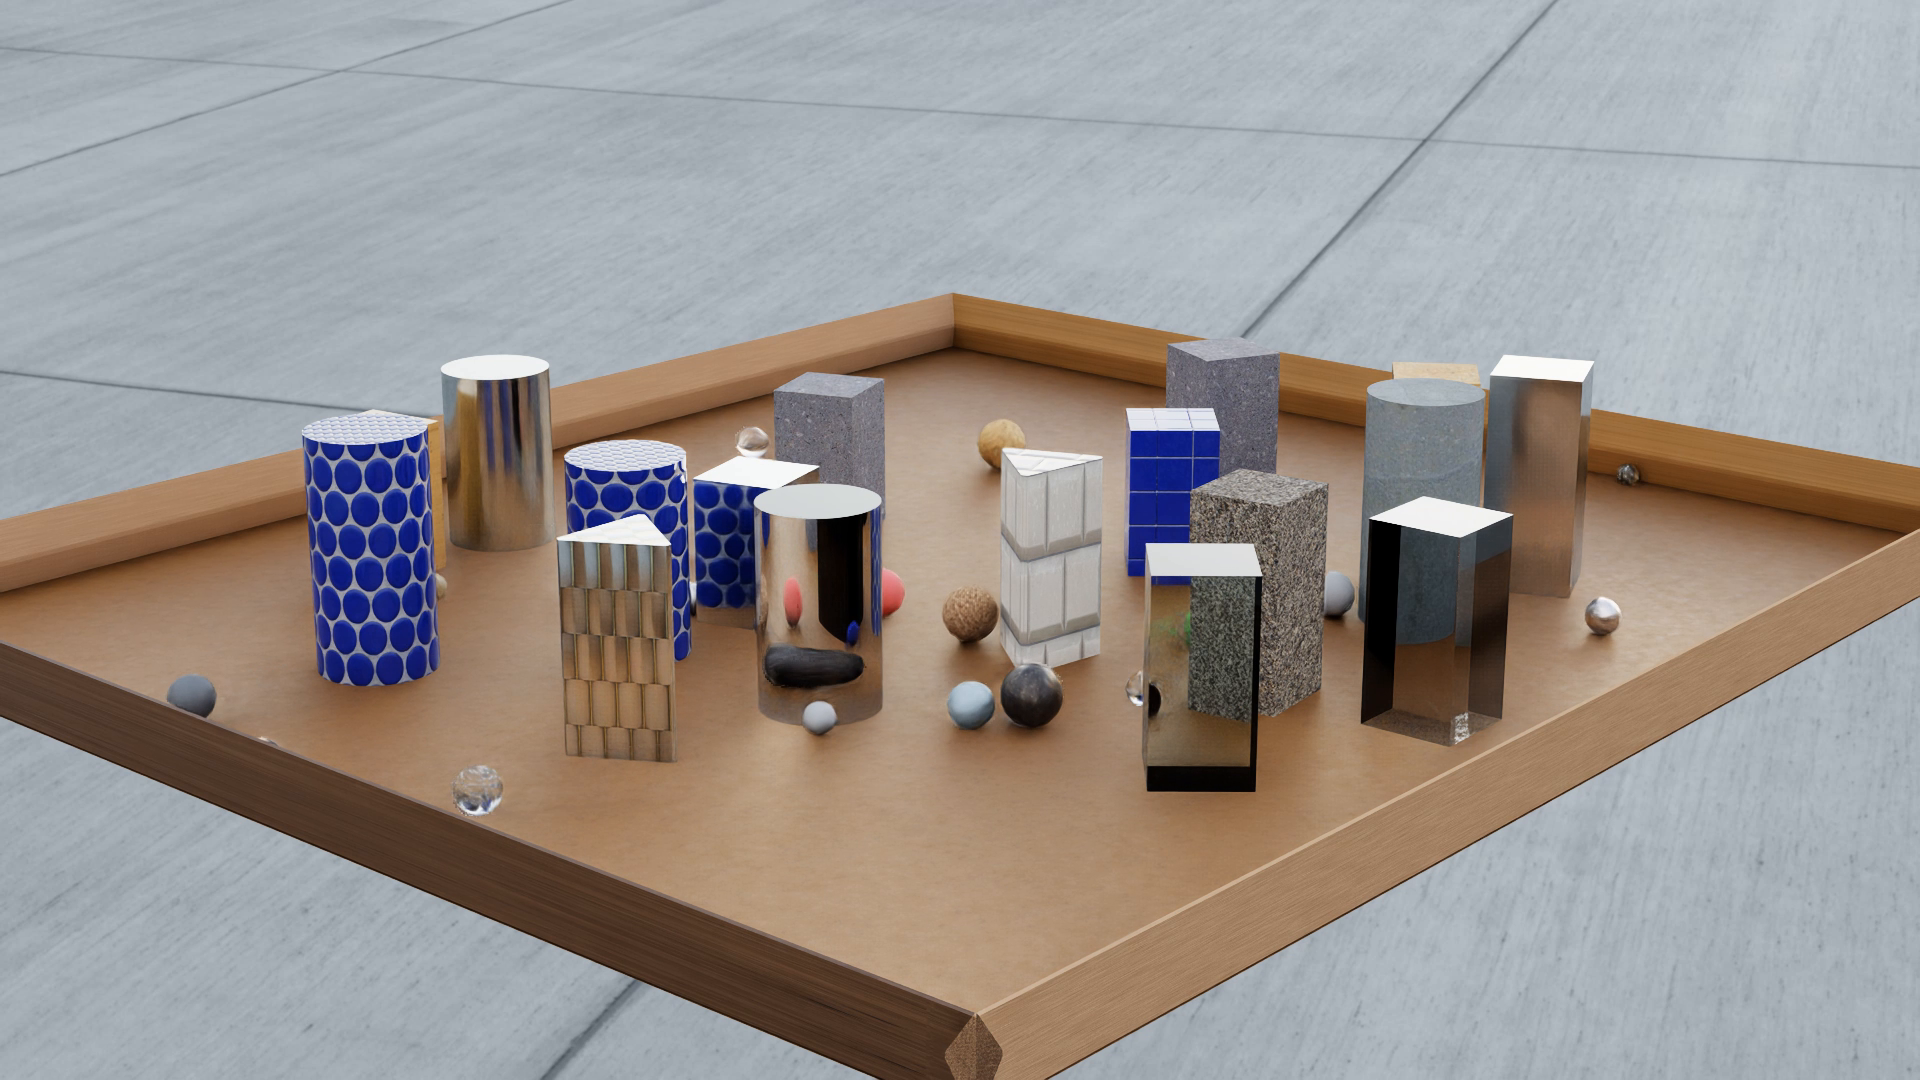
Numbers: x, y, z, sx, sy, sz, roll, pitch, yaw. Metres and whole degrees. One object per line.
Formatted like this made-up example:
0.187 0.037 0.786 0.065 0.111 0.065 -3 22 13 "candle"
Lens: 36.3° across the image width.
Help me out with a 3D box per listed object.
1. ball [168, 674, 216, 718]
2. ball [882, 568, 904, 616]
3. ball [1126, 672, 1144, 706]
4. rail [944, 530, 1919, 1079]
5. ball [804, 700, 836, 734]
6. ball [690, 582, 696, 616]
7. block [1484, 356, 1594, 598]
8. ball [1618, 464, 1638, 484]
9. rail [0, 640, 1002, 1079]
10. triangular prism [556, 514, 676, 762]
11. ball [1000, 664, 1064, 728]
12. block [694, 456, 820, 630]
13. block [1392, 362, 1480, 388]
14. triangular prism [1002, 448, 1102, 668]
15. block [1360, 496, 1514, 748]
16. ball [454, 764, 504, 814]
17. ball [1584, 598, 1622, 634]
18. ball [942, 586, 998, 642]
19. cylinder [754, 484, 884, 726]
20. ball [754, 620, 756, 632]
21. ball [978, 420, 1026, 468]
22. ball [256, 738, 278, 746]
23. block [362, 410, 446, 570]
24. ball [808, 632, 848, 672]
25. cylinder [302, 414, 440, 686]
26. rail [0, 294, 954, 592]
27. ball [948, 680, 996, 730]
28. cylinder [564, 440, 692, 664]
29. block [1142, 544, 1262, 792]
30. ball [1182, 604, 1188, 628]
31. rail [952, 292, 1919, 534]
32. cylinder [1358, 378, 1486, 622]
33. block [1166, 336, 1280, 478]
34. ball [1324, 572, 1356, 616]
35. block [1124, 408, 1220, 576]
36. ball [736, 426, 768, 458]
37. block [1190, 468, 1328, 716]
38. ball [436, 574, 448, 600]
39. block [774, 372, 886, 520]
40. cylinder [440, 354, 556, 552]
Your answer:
-1.183 0.243 4.518 0.073 0.073 0.073 0 17 0 "ball"
-0.136 0.089 5.010 0.084 0.084 0.084 0 17 0 "ball"
0.285 0.232 4.588 0.053 0.053 0.053 0 17 0 "ball"
0.947 0.269 4.332 0.045 0.128 2.890 14 22 39 "rail"
-0.214 0.270 4.466 0.051 0.051 0.051 0 17 0 "ball"
-0.461 0.101 5.018 0.057 0.057 0.057 0 17 0 "ball"
1.012 -0.113 5.151 0.157 0.389 0.157 6 18 18 "block"
1.324 -0.130 5.810 0.041 0.041 0.041 0 17 0 "ball"
-0.932 0.342 4.092 2.557 0.128 0.045 14 22 39 "rail"
-0.493 0.144 4.390 0.170 0.337 0.147 3 17 10 "triangular prism"
0.110 0.238 4.492 0.097 0.097 0.097 0 17 0 "ball"
-0.344 0.007 4.990 0.157 0.253 0.157 8 18 24 "block"
0.888 -0.172 5.514 0.157 0.293 0.157 2 17 7 "block"
0.118 0.026 4.786 0.170 0.334 0.147 -14 22 -39 "triangular prism"
0.727 0.122 4.474 0.157 0.330 0.157 13 21 38 "block"
-0.682 0.354 4.154 0.071 0.071 0.071 0 17 0 "ball"
1.079 0.128 4.922 0.061 0.061 0.061 0 17 0 "ball"
0.017 0.123 4.881 0.094 0.094 0.094 0 17 0 "ball"
-0.218 0.099 4.546 0.196 0.332 0.196 0 17 0 "cylinder"
-0.324 0.144 4.898 0.043 0.043 0.043 0 17 0 "ball"
0.085 -0.194 5.923 0.098 0.098 0.098 0 17 0 "ball"
-1.018 0.323 4.254 0.073 0.073 0.073 0 17 0 "ball"
-1.036 -0.075 5.233 0.157 0.270 0.157 10 20 31 "block"
-0.212 0.182 4.735 0.065 0.065 0.065 0 17 0 "ball"
-0.945 0.014 4.714 0.196 0.398 0.196 0 17 0 "cylinder"
-0.947 -0.205 5.908 0.045 0.128 2.890 14 22 39 "rail"
0.017 0.252 4.486 0.074 0.074 0.074 0 17 0 "ball"
-0.542 0.023 4.795 0.196 0.334 0.196 0 17 0 "cylinder"
0.350 0.185 4.270 0.157 0.328 0.157 0 17 1 "block"
0.404 0.126 4.927 0.061 0.061 0.061 0 17 0 "ball"
0.932 -0.278 6.148 2.557 0.128 0.045 14 22 39 "rail"
0.779 -0.059 4.959 0.196 0.396 0.196 0 17 0 "cylinder"
0.501 -0.216 5.626 0.157 0.311 0.157 -8 18 -24 "block"
0.637 0.093 5.011 0.076 0.076 0.076 0 17 0 "ball"
0.379 -0.087 5.272 0.157 0.269 0.157 0 17 0 "block"
-0.425 -0.199 5.997 0.065 0.065 0.065 0 17 0 "ball"
0.465 0.080 4.596 0.157 0.339 0.157 11 20 33 "block"
-0.914 0.082 5.096 0.047 0.047 0.047 0 17 0 "ball"
-0.243 -0.158 5.501 0.157 0.274 0.157 6 18 20 "block"
-0.853 -0.162 5.424 0.196 0.325 0.196 0 17 0 "cylinder"
